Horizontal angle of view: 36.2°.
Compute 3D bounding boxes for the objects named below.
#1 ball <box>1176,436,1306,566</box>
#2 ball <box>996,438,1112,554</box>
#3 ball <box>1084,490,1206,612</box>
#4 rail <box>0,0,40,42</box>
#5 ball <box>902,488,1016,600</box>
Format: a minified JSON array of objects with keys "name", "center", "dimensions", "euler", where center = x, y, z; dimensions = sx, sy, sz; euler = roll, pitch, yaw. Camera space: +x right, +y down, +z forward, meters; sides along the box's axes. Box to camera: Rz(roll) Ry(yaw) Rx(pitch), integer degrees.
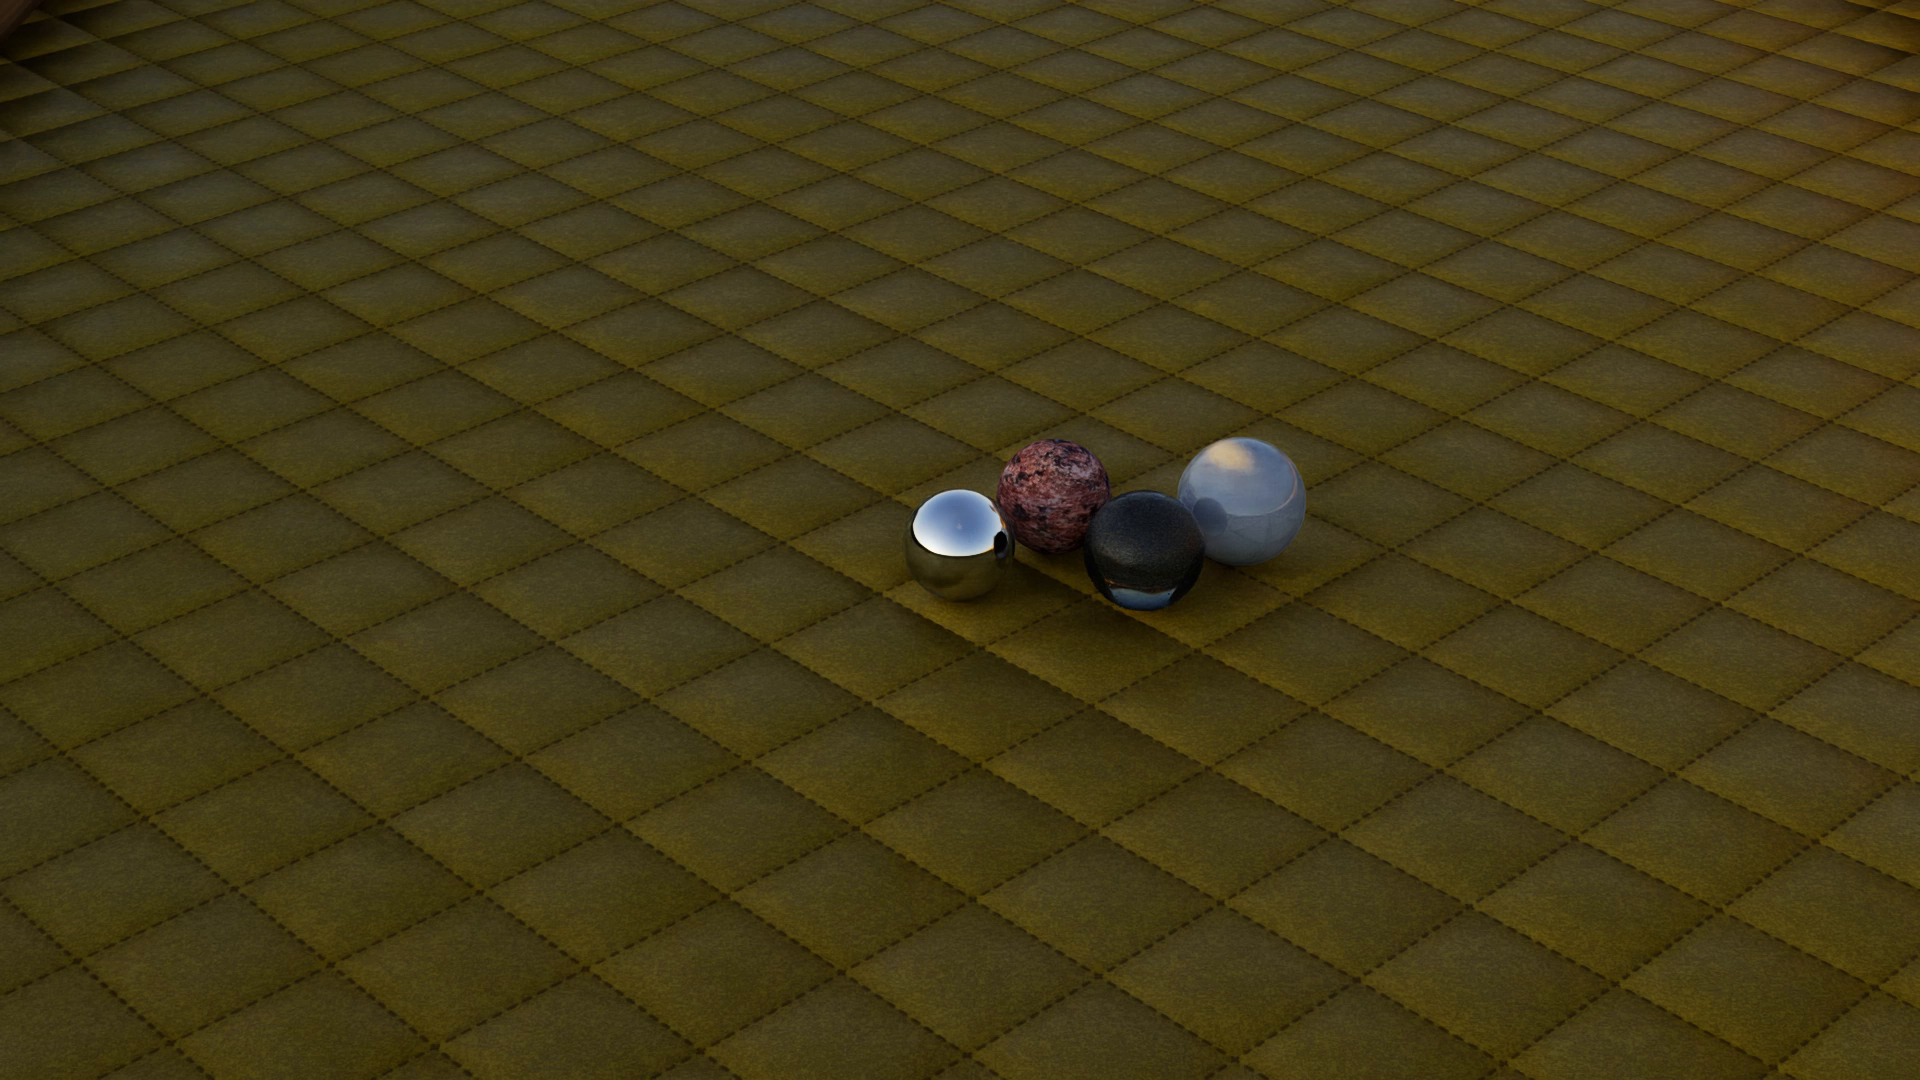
[{"name":"ball","center":[0.170,-0.023,1.782],"dimensions":[0.079,0.079,0.079],"euler":[0,28,0]},{"name":"ball","center":[0.058,-0.027,1.796],"dimensions":[0.071,0.071,0.071],"euler":[0,28,0]},{"name":"ball","center":[0.109,0.006,1.735],"dimensions":[0.072,0.072,0.072],"euler":[0,28,0]},{"name":"rail","center":[-0.844,-0.430,2.507],"dimensions":[0.045,0.102,3.414],"euler":[1,28,1]},{"name":"ball","center":[-0.001,0.002,1.746],"dimensions":[0.067,0.067,0.067],"euler":[0,28,0]}]
